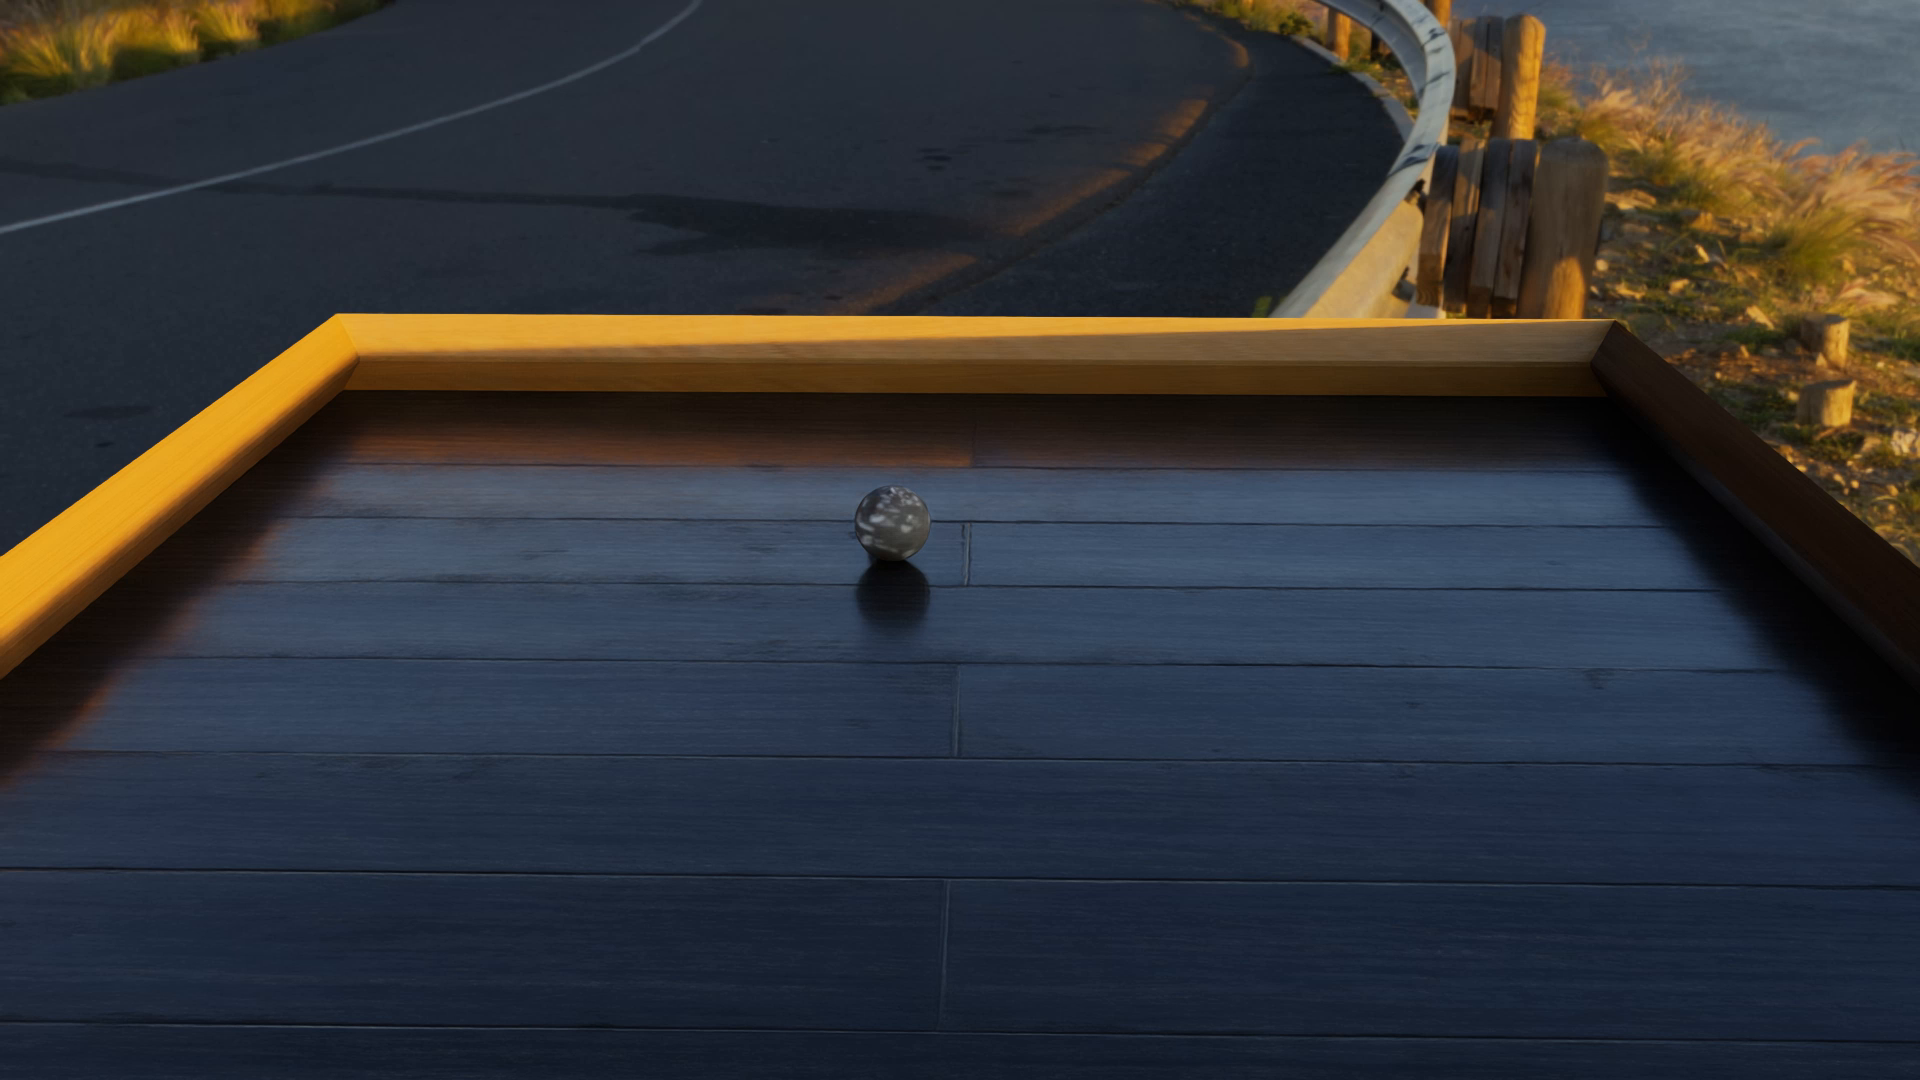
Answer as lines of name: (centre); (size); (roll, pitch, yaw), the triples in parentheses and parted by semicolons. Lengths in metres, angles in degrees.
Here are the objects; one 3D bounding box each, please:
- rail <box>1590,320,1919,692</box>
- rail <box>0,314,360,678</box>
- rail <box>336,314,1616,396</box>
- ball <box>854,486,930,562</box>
rail: (0.951, 0.246, 1.783); (0.045, 0.120, 3.422); (0, 18, 1)
rail: (-0.989, 0.233, 1.824); (0.045, 0.120, 3.422); (0, 18, 1)
rail: (0.018, -0.282, 3.408); (1.988, 0.120, 0.045); (0, 18, 1)
ball: (-0.081, -0.020, 2.652); (0.092, 0.092, 0.092); (0, 18, 0)
